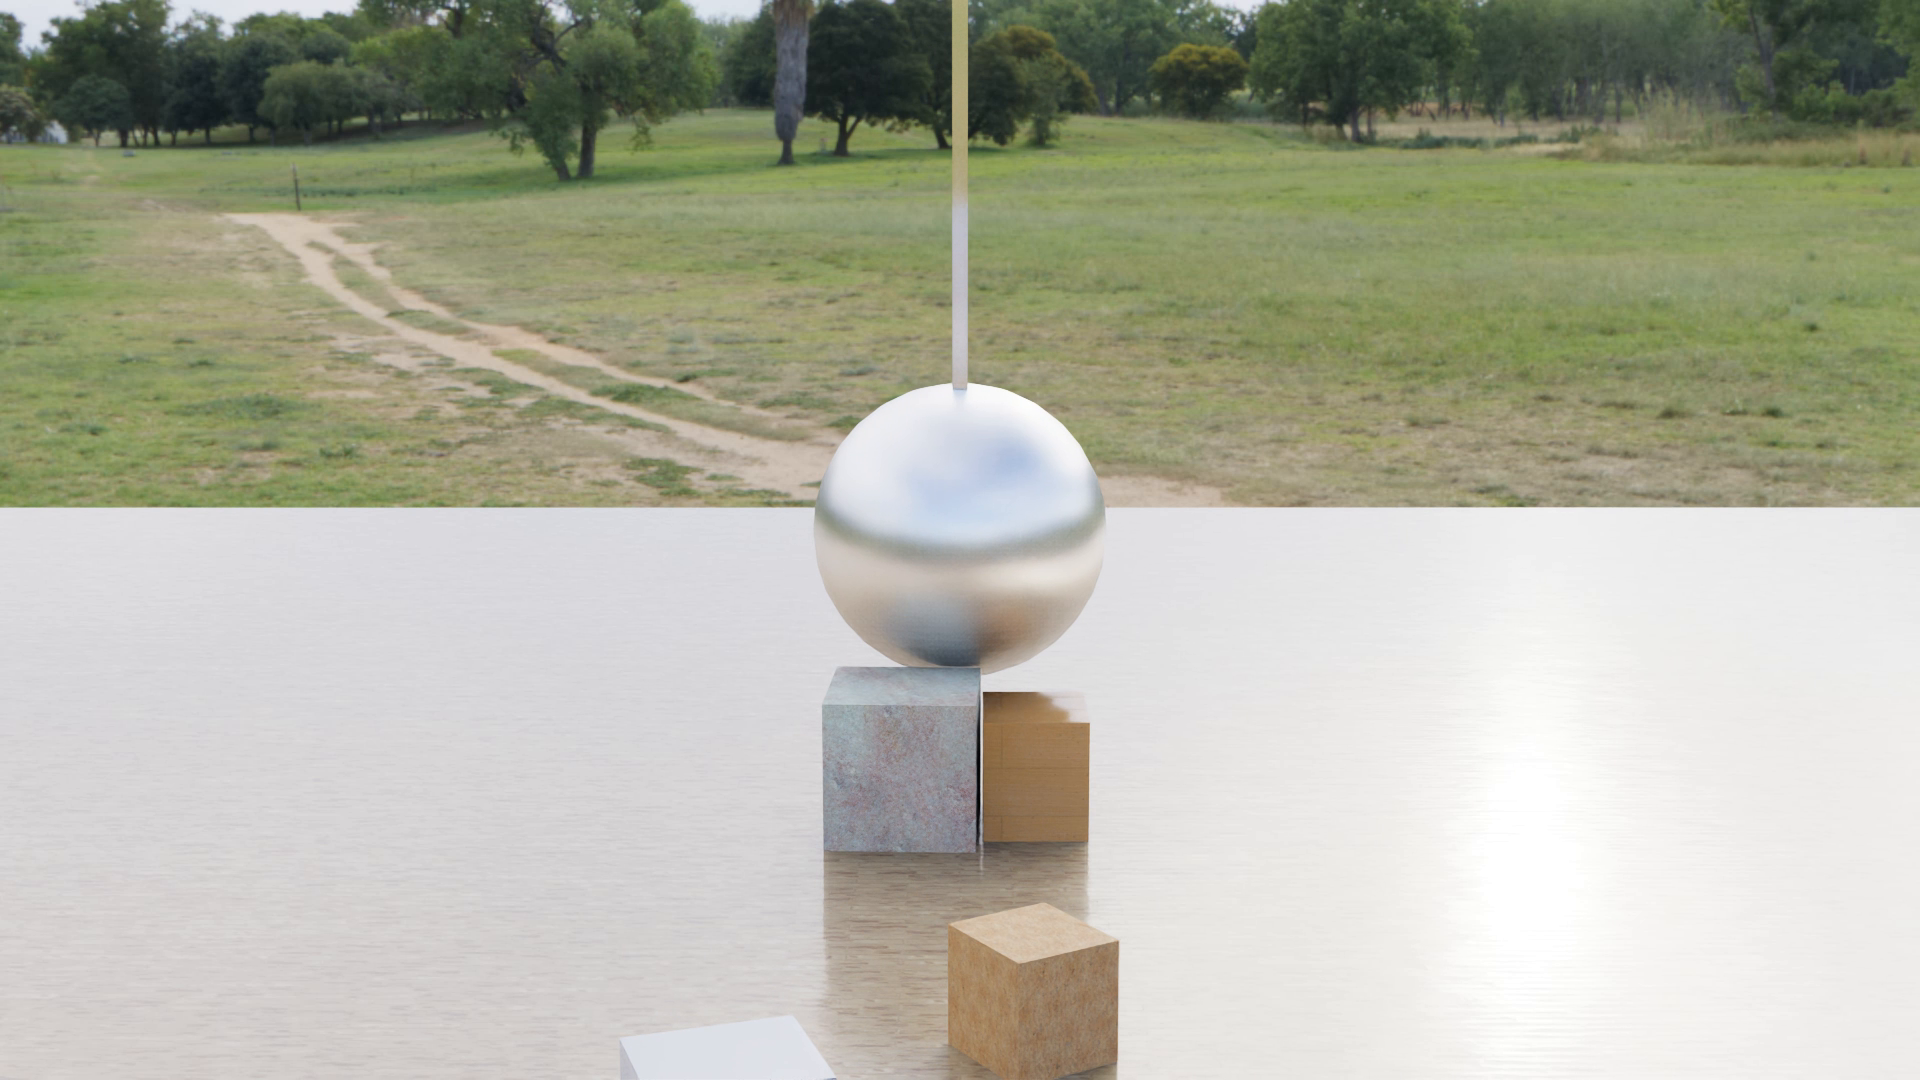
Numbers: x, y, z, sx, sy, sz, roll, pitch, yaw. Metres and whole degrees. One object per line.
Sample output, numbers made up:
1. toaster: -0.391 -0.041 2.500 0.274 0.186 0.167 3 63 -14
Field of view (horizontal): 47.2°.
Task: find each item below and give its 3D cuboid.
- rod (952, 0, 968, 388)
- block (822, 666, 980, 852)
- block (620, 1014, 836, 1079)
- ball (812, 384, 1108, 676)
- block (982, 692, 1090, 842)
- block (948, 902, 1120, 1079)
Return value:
1. rod: 0.000 -3.290 10.929 0.080 5.200 0.080 0 18 0
2. block: -0.286 1.115 11.321 0.762 0.755 0.806 0 10 2
3. block: -0.777 1.965 7.333 0.607 0.510 0.550 -4 11 -19
4. ball: 0.000 -0.054 11.971 1.600 1.600 1.600 0 10 0
5. block: 0.386 1.166 11.412 0.534 0.622 0.634 0 10 0
6. block: 0.280 1.755 8.532 0.459 0.494 0.503 -6 12 -32
